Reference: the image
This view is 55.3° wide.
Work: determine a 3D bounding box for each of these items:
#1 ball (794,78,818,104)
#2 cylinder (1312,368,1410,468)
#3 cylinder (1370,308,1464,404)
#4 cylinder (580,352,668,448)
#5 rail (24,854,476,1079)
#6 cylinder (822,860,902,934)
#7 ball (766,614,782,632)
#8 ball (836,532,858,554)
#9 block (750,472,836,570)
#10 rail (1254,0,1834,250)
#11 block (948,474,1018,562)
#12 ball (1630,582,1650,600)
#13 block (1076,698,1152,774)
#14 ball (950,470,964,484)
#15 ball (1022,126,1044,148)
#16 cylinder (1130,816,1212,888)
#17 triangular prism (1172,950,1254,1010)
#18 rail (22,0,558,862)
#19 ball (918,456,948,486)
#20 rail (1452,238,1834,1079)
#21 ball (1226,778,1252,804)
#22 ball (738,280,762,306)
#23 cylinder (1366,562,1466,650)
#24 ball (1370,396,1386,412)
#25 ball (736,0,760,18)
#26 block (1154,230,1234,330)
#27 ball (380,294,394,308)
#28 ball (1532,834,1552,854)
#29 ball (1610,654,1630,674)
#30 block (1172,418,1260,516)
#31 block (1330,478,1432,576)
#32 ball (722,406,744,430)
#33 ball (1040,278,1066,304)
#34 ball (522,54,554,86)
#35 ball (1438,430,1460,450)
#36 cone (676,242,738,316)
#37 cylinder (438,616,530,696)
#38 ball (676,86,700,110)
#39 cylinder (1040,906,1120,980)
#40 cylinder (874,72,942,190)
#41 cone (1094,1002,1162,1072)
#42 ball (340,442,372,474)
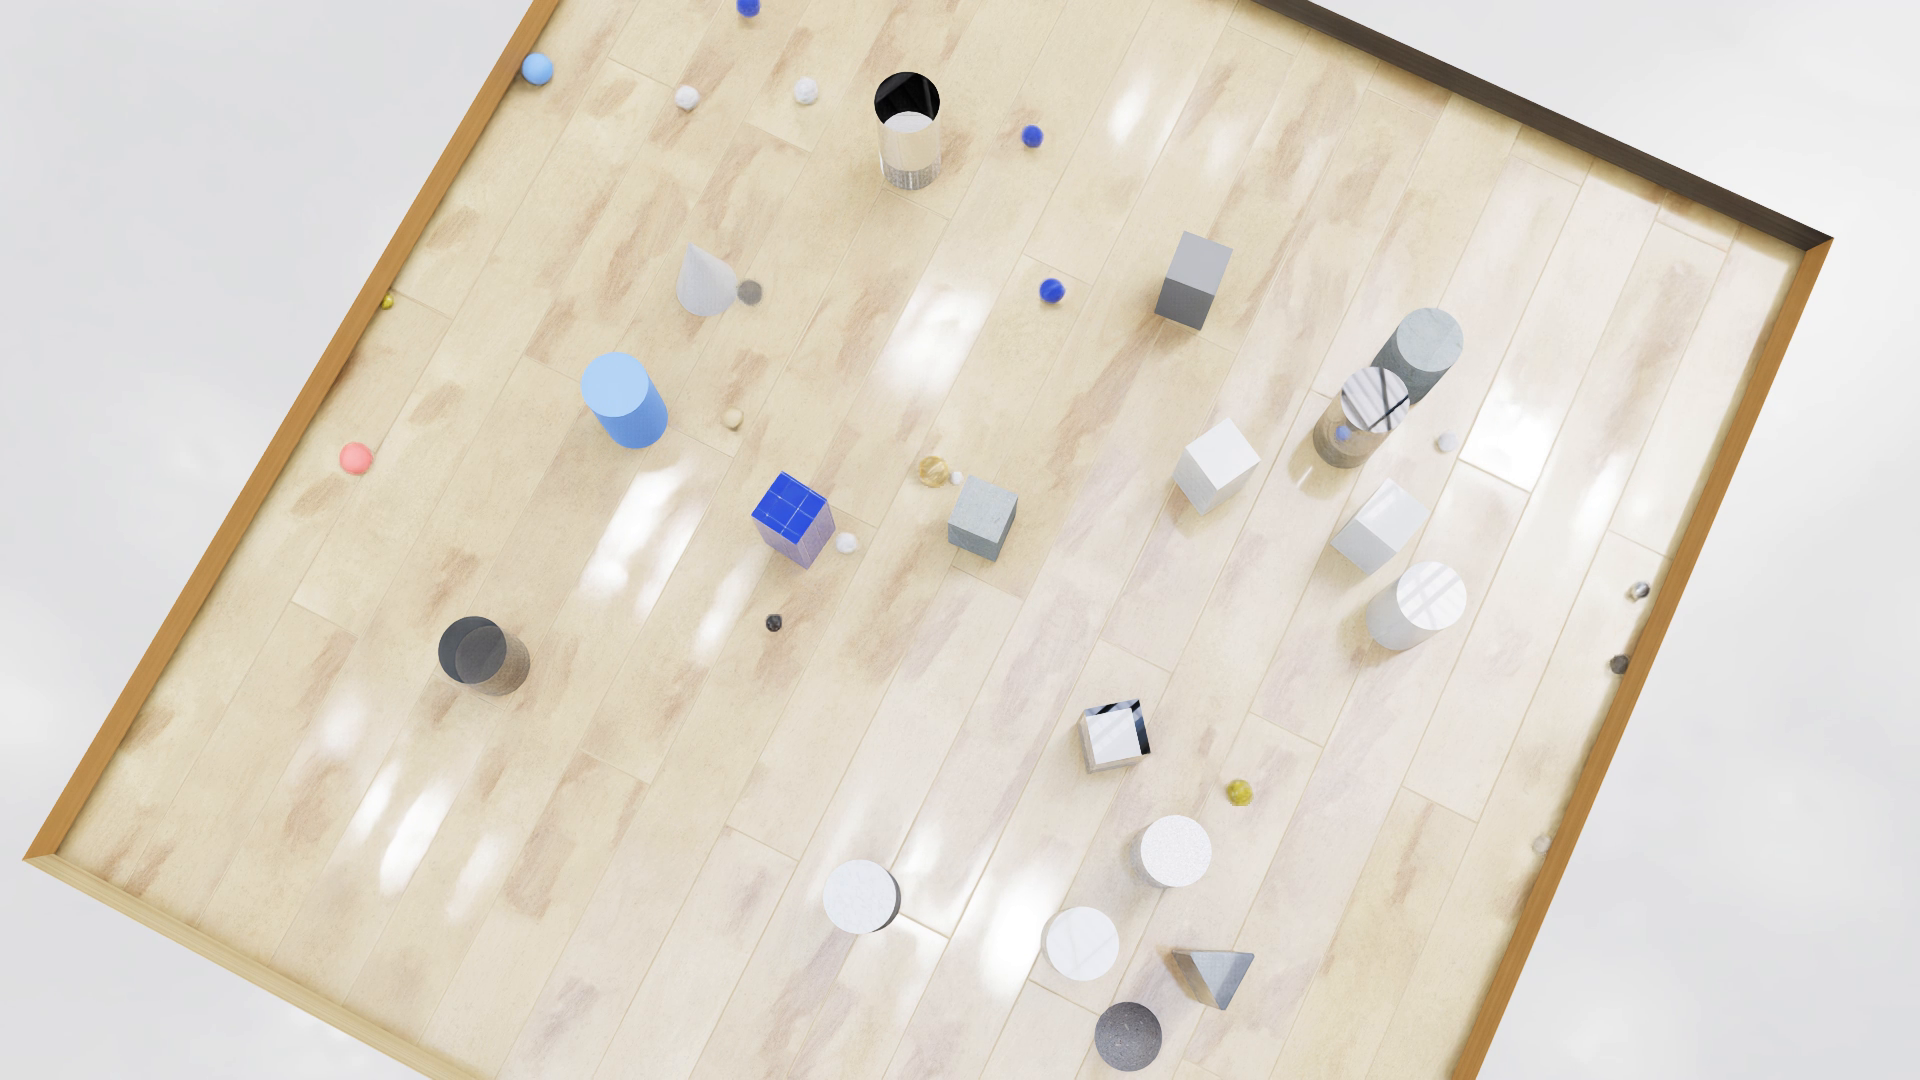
[{"bbox_3d":[-0.493,-1.440,5.874,0.080,0.080,0.080,0,78,0],"label":"ball"},{"bbox_3d":[1.192,-0.359,5.472,0.197,0.429,0.197,0,78,0],"label":"cylinder"},{"bbox_3d":[1.376,-0.549,5.541,0.197,0.370,0.197,0,78,0],"label":"cylinder"},{"bbox_3d":[-1.006,-0.416,5.515,0.197,0.367,0.197,0,78,0],"label":"cylinder"},{"bbox_3d":[-0.912,1.794,5.179,4.001,0.128,0.045,26,80,5],"label":"rail"},{"bbox_3d":[-0.271,1.008,5.168,0.197,0.469,0.197,0,78,0],"label":"cylinder"},{"bbox_3d":[-0.562,0.251,5.539,0.050,0.050,0.050,0,78,0],"label":"ball"},{"bbox_3d":[-0.344,0.010,5.582,0.063,0.063,0.063,0,78,0],"label":"ball"},{"bbox_3d":[-0.488,-0.053,5.428,0.157,0.391,0.157,33,80,6],"label":"block"},{"bbox_3d":[0.912,-1.780,5.919,4.001,0.128,0.045,26,80,5],"label":"rail"},{"bbox_3d":[0.067,-0.062,5.482,0.157,0.289,0.157,23,79,5],"label":"block"},{"bbox_3d":[2.062,0.153,5.557,0.055,0.055,0.055,0,78,0],"label":"ball"},{"bbox_3d":[0.442,0.573,5.315,0.157,0.359,0.157,-11,79,-2],"label":"block"},{"bbox_3d":[-0.011,-0.192,5.636,0.040,0.040,0.040,0,78,0],"label":"ball"},{"bbox_3d":[0.234,-1.286,5.847,0.071,0.071,0.071,0,78,0],"label":"ball"},{"bbox_3d":[0.602,0.899,5.262,0.197,0.329,0.197,0,78,0],"label":"cylinder"},{"bbox_3d":[0.683,1.193,5.135,0.148,0.460,0.170,31,80,6],"label":"triangular prism"},{"bbox_3d":[-1.768,-0.859,5.728,0.045,0.128,4.128,26,80,5],"label":"rail"},{"bbox_3d":[-0.081,-0.213,5.614,0.092,0.092,0.092,0,78,0],"label":"ball"},{"bbox_3d":[1.768,0.873,5.370,0.045,0.128,4.128,26,80,5],"label":"rail"},{"bbox_3d":[0.827,0.744,5.424,0.075,0.075,0.075,0,78,0],"label":"ball"},{"bbox_3d":[-0.657,-0.773,5.736,0.080,0.080,0.080,0,78,0],"label":"ball"},{"bbox_3d":[1.331,0.198,5.369,0.197,0.405,0.197,0,78,0],"label":"cylinder"},{"bbox_3d":[1.296,-0.422,5.677,0.052,0.052,0.052,0,78,0],"label":"ball"},{"bbox_3d":[-0.684,-1.731,5.936,0.077,0.077,0.077,0,78,0],"label":"ball"},{"bbox_3d":[0.712,-0.790,5.611,0.157,0.332,0.157,22,79,4],"label":"block"},{"bbox_3d":[-1.796,-0.748,5.749,0.044,0.044,0.044,0,78,0],"label":"ball"},{"bbox_3d":[1.718,0.898,5.400,0.060,0.060,0.060,0,78,0],"label":"ball"},{"bbox_3d":[1.984,0.375,5.508,0.060,0.060,0.060,0,78,0],"label":"ball"},{"bbox_3d":[0.762,-0.215,5.480,0.157,0.355,0.157,-34,80,-7],"label":"block"},{"bbox_3d":[1.243,-0.035,5.437,0.157,0.365,0.157,40,81,8],"label":"block"},{"bbox_3d":[-0.701,-0.378,5.659,0.070,0.070,0.070,0,78,0],"label":"ball"},{"bbox_3d":[0.289,-0.781,5.738,0.079,0.079,0.079,0,78,0],"label":"ball"},{"bbox_3d":[-1.356,-1.510,5.879,0.098,0.098,0.098,0,78,0],"label":"ball"},{"bbox_3d":[1.506,-0.306,5.648,0.063,0.063,0.063,0,78,0],"label":"ball"},{"bbox_3d":[-0.798,-0.839,5.587,0.197,0.398,0.197,0,78,0],"label":"cone"},{"bbox_3d":[-1.397,0.345,5.393,0.197,0.297,0.197,0,78,0],"label":"cylinder"},{"bbox_3d":[-0.873,-1.418,5.872,0.075,0.075,0.075,0,78,0],"label":"ball"},{"bbox_3d":[0.333,1.136,5.170,0.197,0.414,0.197,0,78,0],"label":"cylinder"},{"bbox_3d":[-0.157,-1.256,5.654,0.197,0.436,0.197,0,78,0],"label":"cylinder"},{"bbox_3d":[0.489,1.403,5.136,0.197,0.373,0.197,0,78,0],"label":"cone"},{"bbox_3d":[-1.852,-0.253,5.619,0.098,0.098,0.098,0,78,0],"label":"ball"}]
